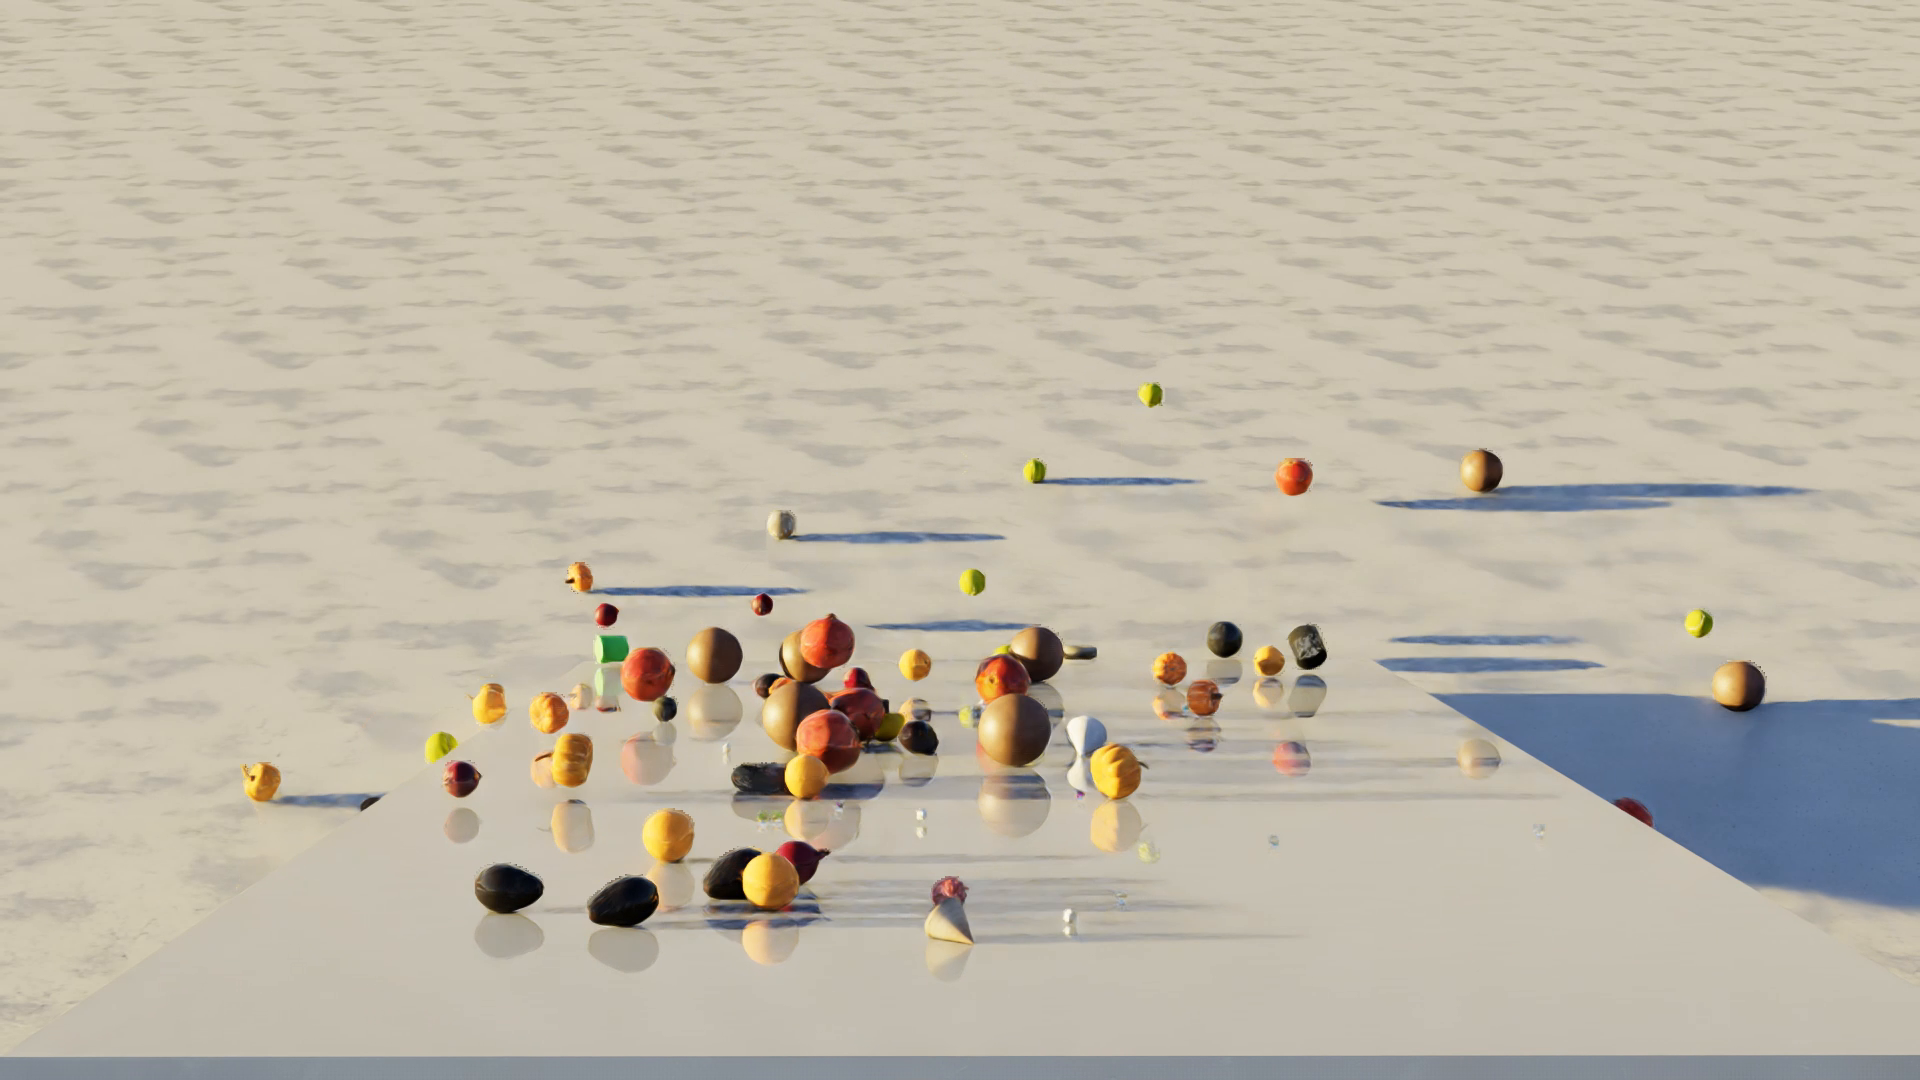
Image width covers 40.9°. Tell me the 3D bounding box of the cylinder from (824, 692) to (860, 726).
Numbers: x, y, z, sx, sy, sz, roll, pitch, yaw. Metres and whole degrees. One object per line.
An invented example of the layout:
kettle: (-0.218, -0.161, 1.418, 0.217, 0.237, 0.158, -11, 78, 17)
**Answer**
cylinder: (-0.238, 0.340, 5.175, 0.066, 0.066, 0.066, 0, 22, 7)

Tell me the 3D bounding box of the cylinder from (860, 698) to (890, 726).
cylinder: (-0.172, 0.347, 5.168, 0.055, 0.055, 0.055, 0, 22, -6)

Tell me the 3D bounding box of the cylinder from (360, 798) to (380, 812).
cylinder: (-1.319, 0.621, 5.796, 0.057, 0.057, 0.057, 1, 49, -1)

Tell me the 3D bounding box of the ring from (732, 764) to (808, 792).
ring: (-0.319, 0.398, 4.301, 0.127, 0.042, 0.127, 1, -1, 0)

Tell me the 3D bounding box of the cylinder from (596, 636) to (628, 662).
cylinder: (-0.867, 0.272, 6.406, 0.066, 0.066, 0.066, -1, 21, -23)

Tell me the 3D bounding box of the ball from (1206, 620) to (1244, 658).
ball: (0.689, 0.258, 6.698, 0.096, 0.096, 0.096, 0, 22, 0)

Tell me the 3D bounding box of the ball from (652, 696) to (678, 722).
ball: (-0.603, 0.345, 5.254, 0.052, 0.052, 0.052, 0, 22, 0)

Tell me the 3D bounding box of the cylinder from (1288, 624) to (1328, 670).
cylinder: (0.845, 0.260, 6.250, 0.077, 0.077, 0.077, -5, 45, -11)

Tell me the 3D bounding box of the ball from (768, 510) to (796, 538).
ball: (-0.524, -0.045, 7.550, 0.083, 0.083, 0.083, 0, 22, 0)

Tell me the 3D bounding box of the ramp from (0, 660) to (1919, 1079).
ramp: (0.050, 0.457, 4.533, 2.000, 0.100, 4.000, 0, 3, 0)

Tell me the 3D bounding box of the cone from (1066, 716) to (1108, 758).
cone: (0.229, 0.379, 4.741, 0.078, 0.078, 0.078, 4, 33, 10)

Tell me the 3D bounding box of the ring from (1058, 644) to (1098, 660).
ring: (0.306, 0.291, 6.678, 0.101, 0.034, 0.101, 2, 1, 0)

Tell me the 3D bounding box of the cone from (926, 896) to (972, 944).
cone: (-0.001, 0.468, 3.075, 0.058, 0.058, 0.058, -16, 44, -34)
